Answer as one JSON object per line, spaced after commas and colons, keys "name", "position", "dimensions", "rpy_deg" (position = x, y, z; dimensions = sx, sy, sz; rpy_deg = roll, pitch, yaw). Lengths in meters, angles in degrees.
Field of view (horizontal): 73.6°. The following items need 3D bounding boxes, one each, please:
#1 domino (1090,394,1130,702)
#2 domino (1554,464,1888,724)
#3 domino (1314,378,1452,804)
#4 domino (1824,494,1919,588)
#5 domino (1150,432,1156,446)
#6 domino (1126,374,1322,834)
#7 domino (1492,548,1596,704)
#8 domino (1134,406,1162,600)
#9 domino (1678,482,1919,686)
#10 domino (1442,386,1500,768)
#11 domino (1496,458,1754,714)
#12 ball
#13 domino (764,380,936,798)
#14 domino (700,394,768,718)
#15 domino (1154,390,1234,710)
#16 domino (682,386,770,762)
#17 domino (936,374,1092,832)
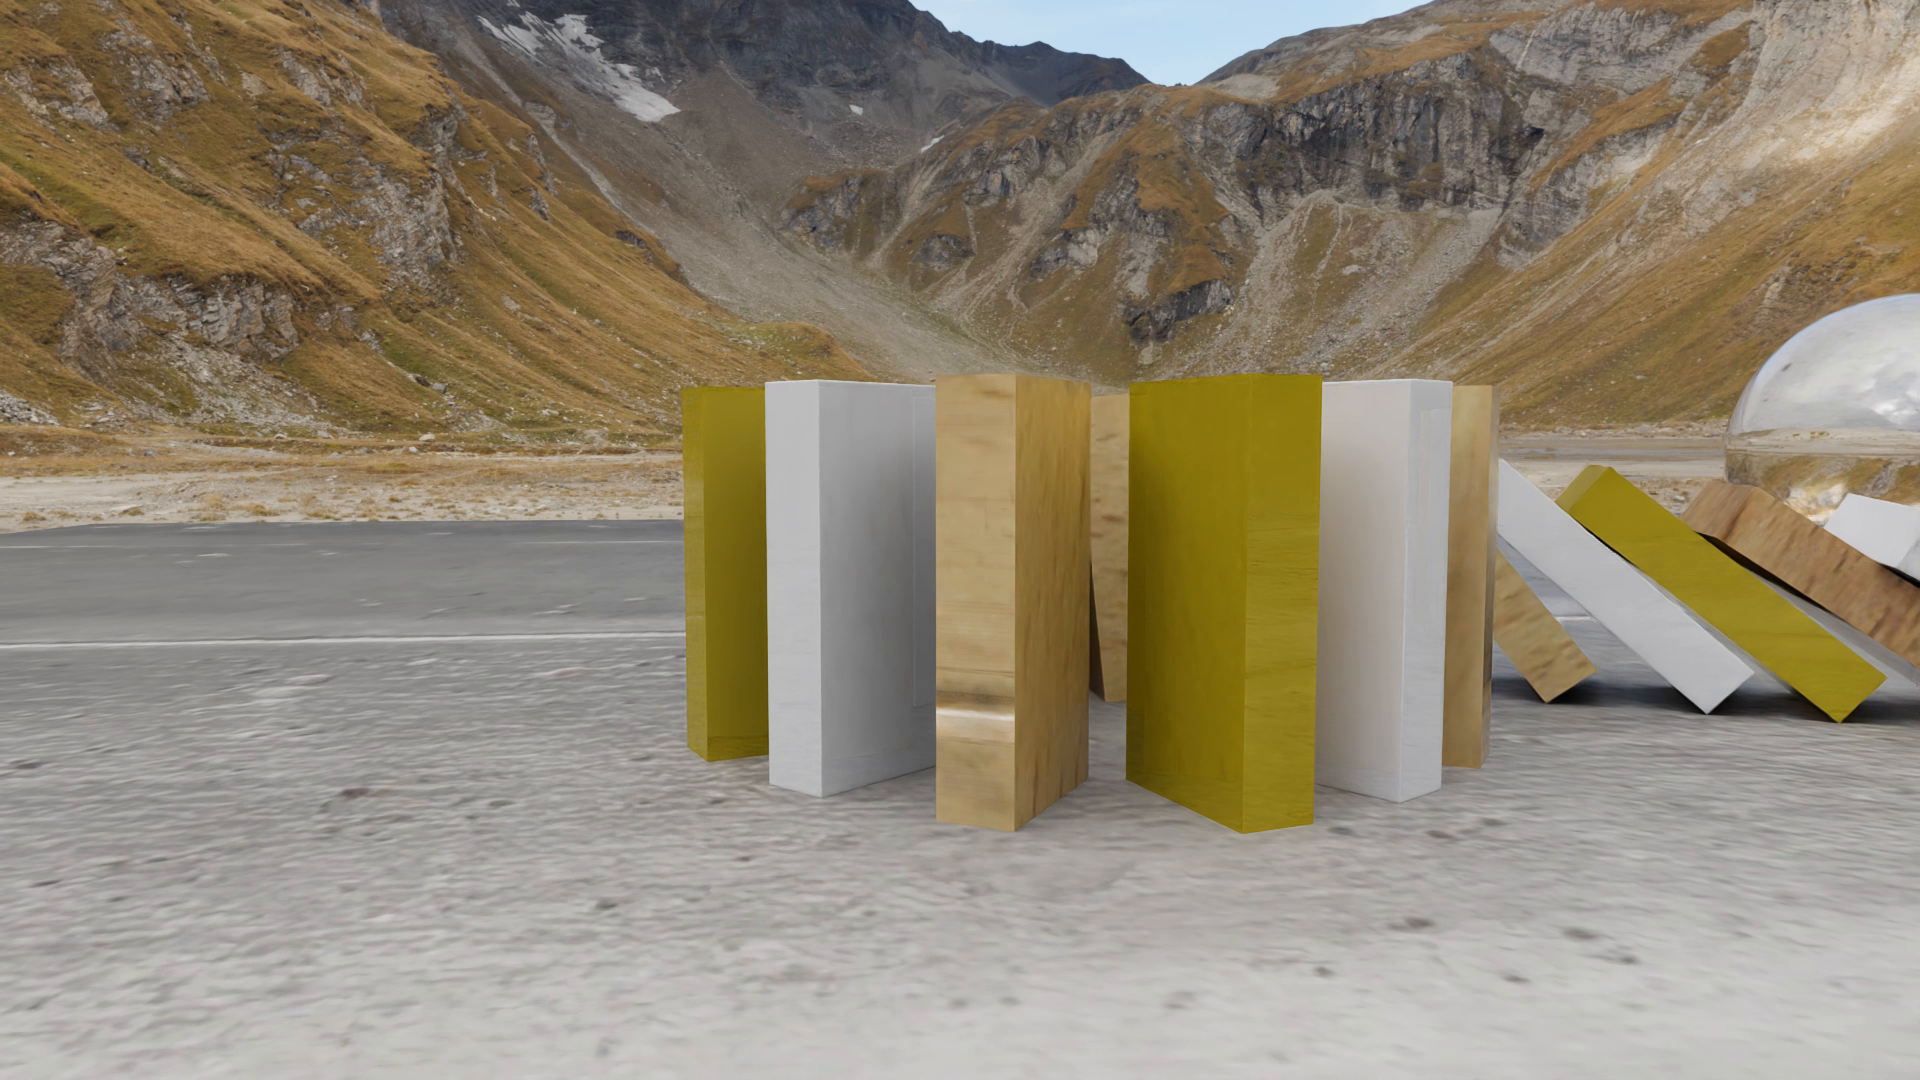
{"name": "domino", "position": [0.025, 0.000, 0.222], "dimensions": [0.010, 0.050, 0.025], "rpy_deg": [-7, 5, -5]}
{"name": "domino", "position": [0.123, 0.007, 0.211], "dimensions": [0.050, 0.010, 0.025], "rpy_deg": [41, 16, 12]}
{"name": "domino", "position": [0.048, 0.005, 0.163], "dimensions": [0.010, 0.050, 0.025], "rpy_deg": [-4, 6, -41]}
{"name": "domino", "position": [0.162, 0.011, 0.197], "dimensions": [0.050, 0.009, 0.025], "rpy_deg": [30, 12, 4]}
{"name": "domino", "position": [0.053, 0.000, 0.240], "dimensions": [0.010, 0.050, 0.025], "rpy_deg": [-29, -5, 17]}
{"name": "domino", "position": [0.030, 0.006, 0.152], "dimensions": [0.010, 0.050, 0.025], "rpy_deg": [-2, 5, -23]}
{"name": "domino", "position": [0.089, 0.003, 0.224], "dimensions": [0.010, 0.050, 0.025], "rpy_deg": [-39, -9, 18]}
{"name": "domino", "position": [0.041, 0.000, 0.243], "dimensions": [0.009, 0.050, 0.025], "rpy_deg": [-25, -5, 20]}
{"name": "domino", "position": [0.142, 0.009, 0.204], "dimensions": [0.050, 0.009, 0.025], "rpy_deg": [36, 13, 10]}
{"name": "domino", "position": [0.060, 0.004, 0.176], "dimensions": [0.025, 0.050, 0.010], "rpy_deg": [2, 5, 29]}
{"name": "domino", "position": [0.107, 0.006, 0.217], "dimensions": [0.050, 0.009, 0.025], "rpy_deg": [44, 16, 11]}
{"name": "ball", "position": [0.238, -0.022, 0.323], "dimensions": [0.080, 0.080, 0.080], "rpy_deg": [0, 4, 0]}
{"name": "domino", "position": [-0.012, 0.005, 0.165], "dimensions": [0.010, 0.050, 0.025], "rpy_deg": [4, 6, 41]}
{"name": "domino", "position": [-0.027, 0.002, 0.202], "dimensions": [0.025, 0.050, 0.010], "rpy_deg": [1, 4, 12]}
{"name": "domino", "position": [0.045, 0.001, 0.214], "dimensions": [0.009, 0.050, 0.025], "rpy_deg": [4, 11, 45]}
{"name": "domino", "position": [-0.025, 0.004, 0.180], "dimensions": [0.025, 0.050, 0.009], "rpy_deg": [-2, 5, -28]}
{"name": "domino", "position": [0.007, 0.006, 0.152], "dimensions": [0.010, 0.050, 0.025], "rpy_deg": [2, 5, 25]}
